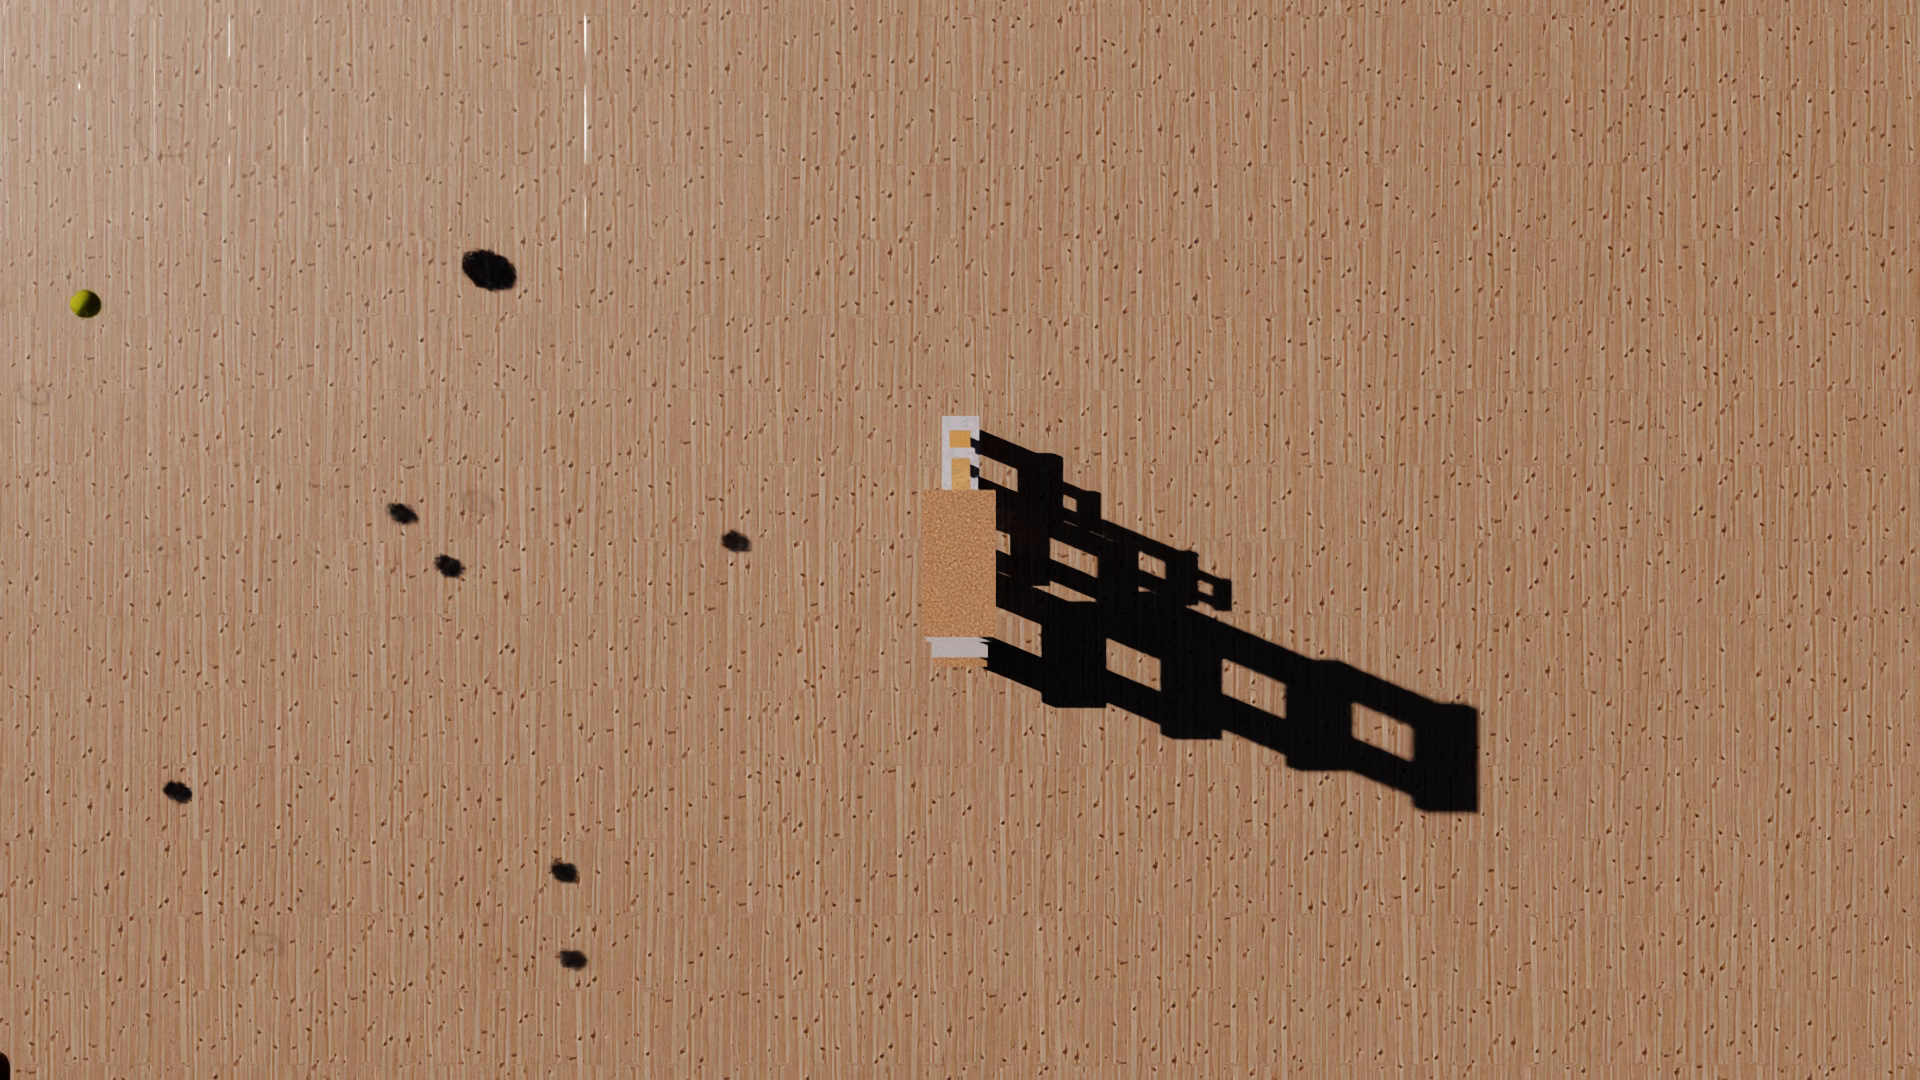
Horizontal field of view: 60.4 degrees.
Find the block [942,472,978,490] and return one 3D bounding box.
[{"bbox_3d":[0.002,-0.097,5.001,0.107,0.030,0.214,0,90,0],"label":"block"}]

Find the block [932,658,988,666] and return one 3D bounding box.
[{"bbox_3d":[0.000,0.225,5.140,0.168,0.048,0.337,0,90,0],"label":"block"}]

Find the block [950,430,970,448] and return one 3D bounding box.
[{"bbox_3d":[0.000,-0.274,5.093,0.064,0.018,0.129,0,90,0],"label":"block"}]

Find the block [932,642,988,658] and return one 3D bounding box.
[{"bbox_3d":[0.000,0.176,4.770,0.162,0.046,0.323,0,90,0],"label":"block"}]

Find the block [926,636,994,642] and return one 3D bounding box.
[{"bbox_3d":[-0.001,0.090,4.366,0.178,0.050,0.356,0,90,0],"label":"block"}]

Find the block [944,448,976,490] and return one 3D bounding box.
[{"bbox_3d":[0.000,-0.180,4.799,0.087,0.025,0.175,0,90,0],"label":"block"}]

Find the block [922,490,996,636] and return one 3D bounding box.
[{"bbox_3d":[-0.002,0.056,3.965,0.175,0.050,0.351,0,90,0],"label":"block"}]

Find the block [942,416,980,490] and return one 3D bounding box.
[{"bbox_3d":[0.003,-0.276,5.247,0.118,0.033,0.236,0,90,0],"label":"block"}]

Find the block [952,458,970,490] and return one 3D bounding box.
[{"bbox_3d":[0.003,-0.179,4.674,0.053,0.015,0.105,-1,90,0],"label":"block"}]
